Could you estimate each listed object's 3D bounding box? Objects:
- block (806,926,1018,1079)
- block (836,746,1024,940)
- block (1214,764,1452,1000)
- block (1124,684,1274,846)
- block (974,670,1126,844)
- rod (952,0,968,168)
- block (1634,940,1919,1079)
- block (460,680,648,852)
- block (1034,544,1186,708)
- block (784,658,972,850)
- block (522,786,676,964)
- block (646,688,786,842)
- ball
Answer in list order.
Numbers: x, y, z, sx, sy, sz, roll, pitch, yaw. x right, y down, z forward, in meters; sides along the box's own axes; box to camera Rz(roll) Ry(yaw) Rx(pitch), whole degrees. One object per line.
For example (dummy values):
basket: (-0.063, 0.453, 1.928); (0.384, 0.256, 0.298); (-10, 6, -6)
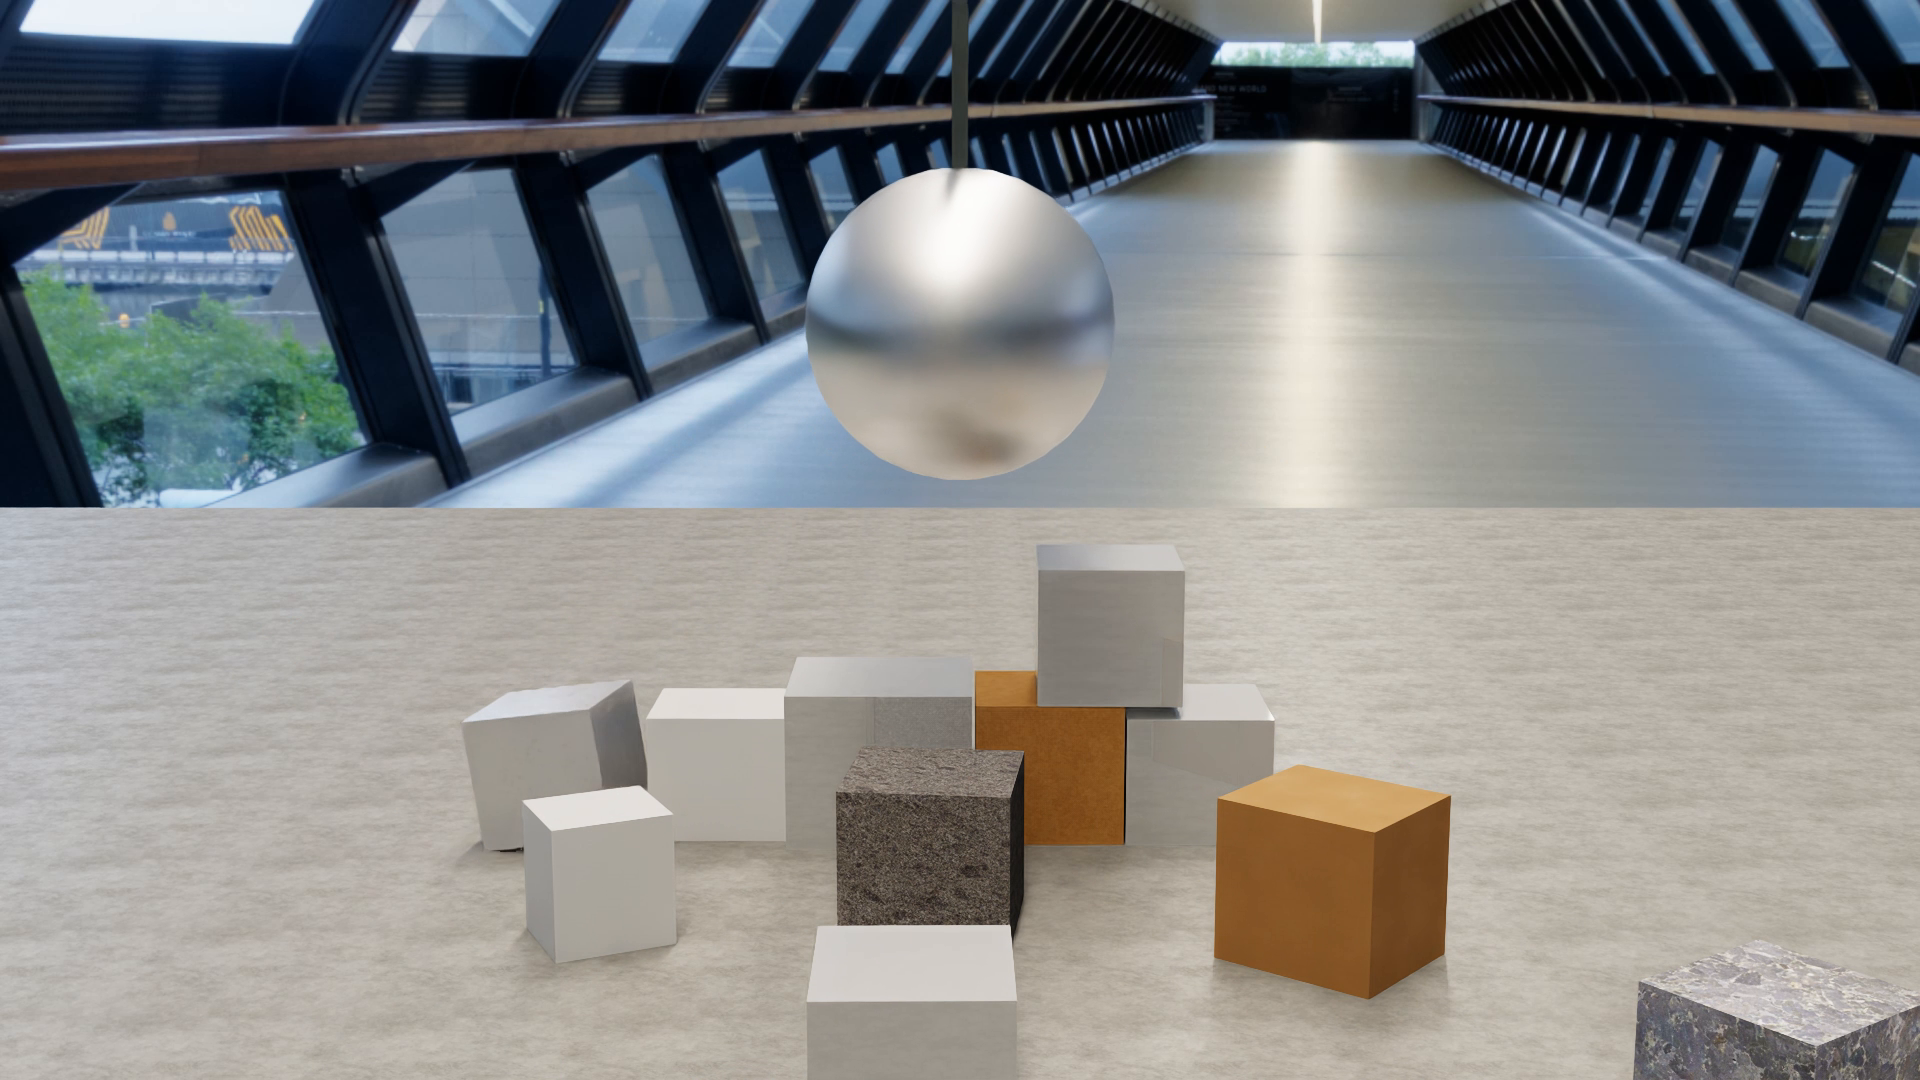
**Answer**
block: (-0.166, 1.807, 7.862); (0.713, 0.631, 0.731); (0, 10, -1)
block: (-0.120, 1.387, 9.959); (0.762, 0.708, 0.743); (1, 10, 6)
block: (1.612, 1.459, 9.529); (0.757, 0.721, 0.676); (8, 13, 38)
block: (1.202, 1.154, 11.398); (0.737, 0.652, 0.742); (0, 10, 0)
block: (0.452, 1.118, 11.404); (0.746, 0.721, 0.746); (0, 10, 0)
rod: (0.000, -4.415, 10.525); (0.080, 5.200, 0.080); (0, 13, 0)
block: (2.744, 1.849, 7.370); (0.667, 0.724, 0.667); (-7, 13, -35)
block: (-2.036, 1.137, 11.176); (0.683, 0.669, 0.620); (-7, 9, 12)
block: (0.753, 0.428, 11.246); (0.723, 0.694, 0.701); (0, 10, 1)
block: (-0.404, 1.089, 11.368); (0.932, 0.791, 0.847); (0, 10, 0)
block: (-1.606, 1.476, 9.779); (0.545, 0.597, 0.486); (-5, 11, -25)
block: (-1.226, 1.157, 11.408); (0.696, 0.641, 0.619); (0, 10, 1)
ball: (0.000, -1.109, 11.318); (1.600, 1.600, 1.600); (0, 10, 0)
